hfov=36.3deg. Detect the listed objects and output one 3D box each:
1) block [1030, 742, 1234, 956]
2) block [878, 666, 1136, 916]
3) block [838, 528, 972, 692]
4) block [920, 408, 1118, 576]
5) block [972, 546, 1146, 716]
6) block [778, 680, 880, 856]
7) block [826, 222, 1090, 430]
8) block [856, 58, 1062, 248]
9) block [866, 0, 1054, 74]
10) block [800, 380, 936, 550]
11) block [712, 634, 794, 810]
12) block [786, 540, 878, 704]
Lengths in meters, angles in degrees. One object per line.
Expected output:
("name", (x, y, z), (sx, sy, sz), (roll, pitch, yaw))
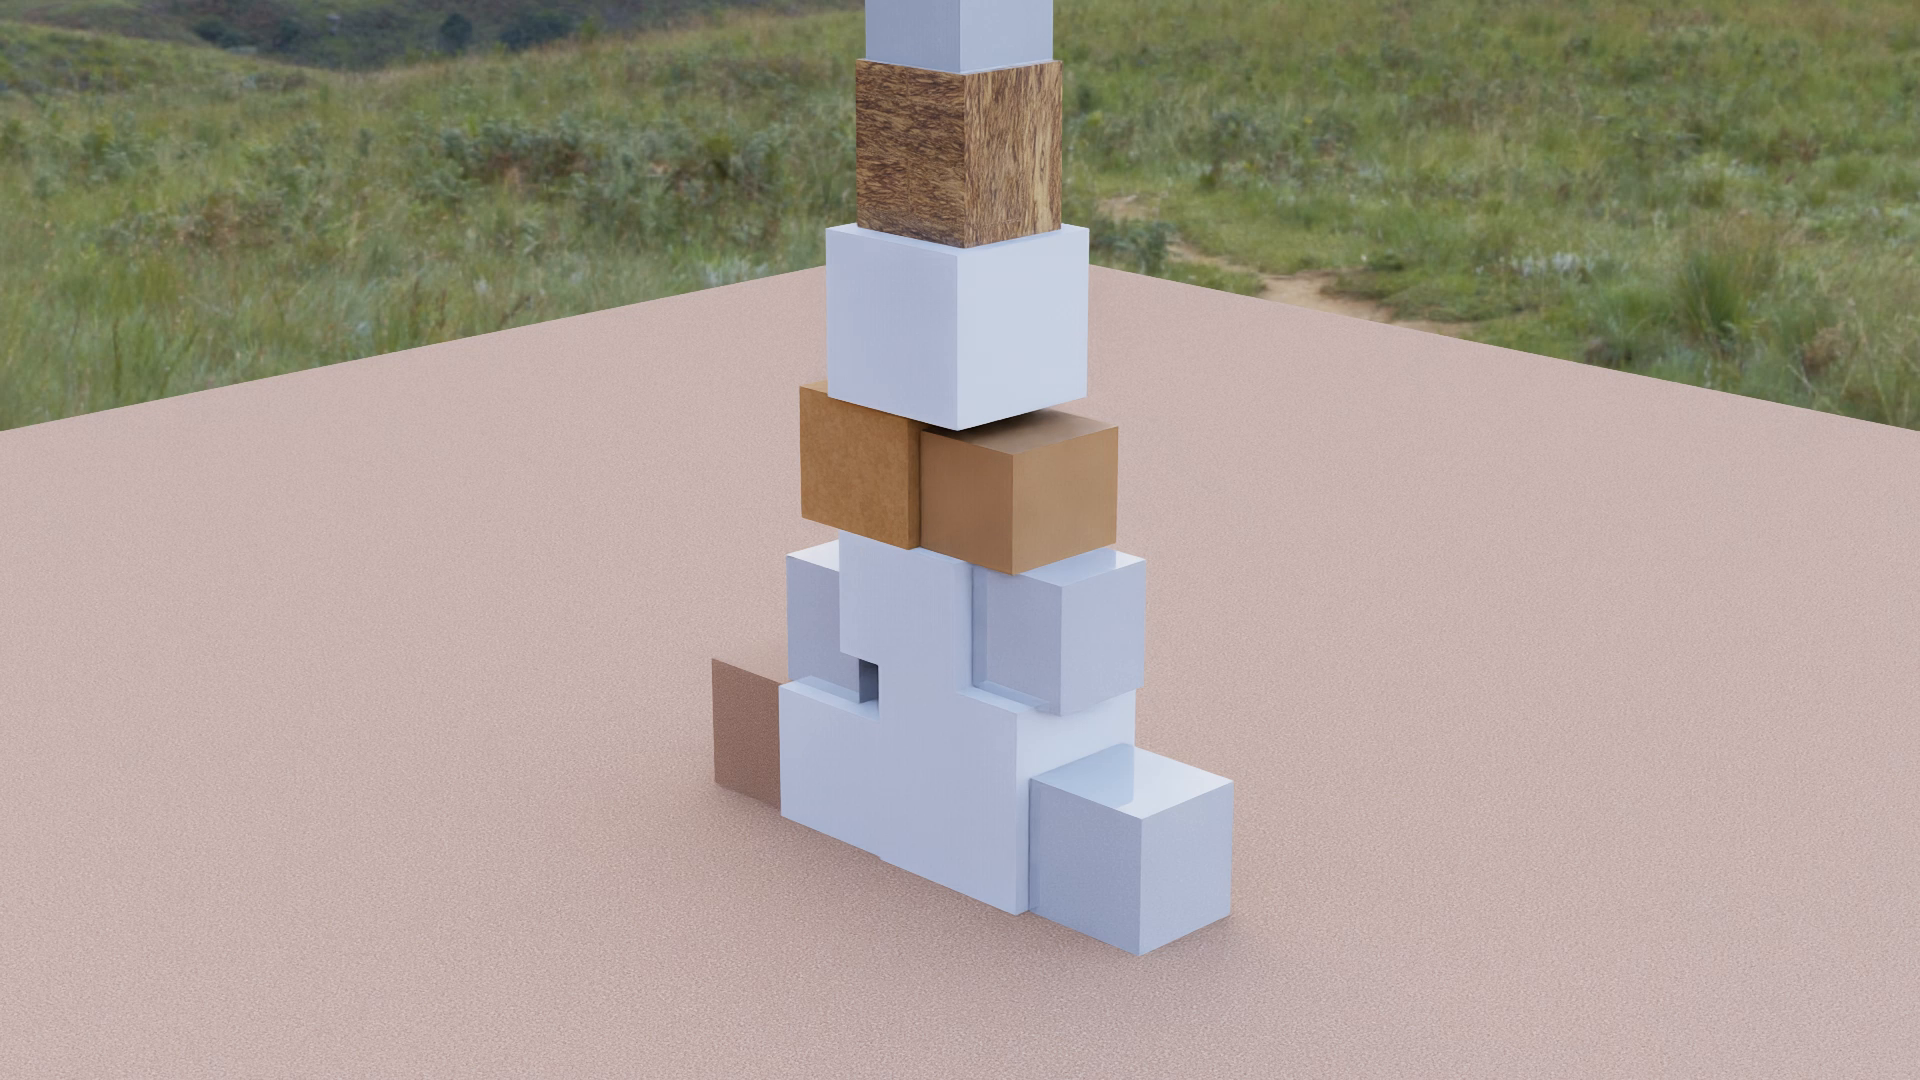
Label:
("block", (0.755, 1.356, 12.966), (0.607, 0.639, 0.656), (-17, 24, -42))
("block", (0.213, 1.037, 13.446), (0.777, 0.959, 0.874), (-17, 24, -42))
("block", (-0.027, 0.232, 13.417), (0.740, 0.595, 0.745), (-17, 24, -42))
("block", (0.262, -0.236, 13.011), (0.568, 0.542, 0.671), (17, 24, 42))
("block", (0.437, 0.369, 12.982), (0.543, 0.594, 0.537), (-17, 24, -42))
("block", (-0.359, 1.009, 14.023), (0.715, 0.665, 0.705), (-17, 24, -42))
("block", (-0.012, -1.006, 13.013), (0.819, 0.764, 0.821), (-17, 24, -42))
("block", (-0.005, -1.725, 12.795), (0.601, 0.737, 0.668), (-17, 24, -42))
("block", (-0.004, -2.301, 12.615), (0.565, 0.470, 0.578), (-17, 24, -42))
("block", (-0.217, -0.406, 13.415), (0.744, 0.623, 0.707), (-17, 24, -42))
("block", (-0.804, 0.879, 14.454), (0.622, 0.655, 0.540), (-17, 24, -42))
("block", (-0.461, 0.362, 13.938), (0.524, 0.621, 0.495), (-17, 24, -42))
